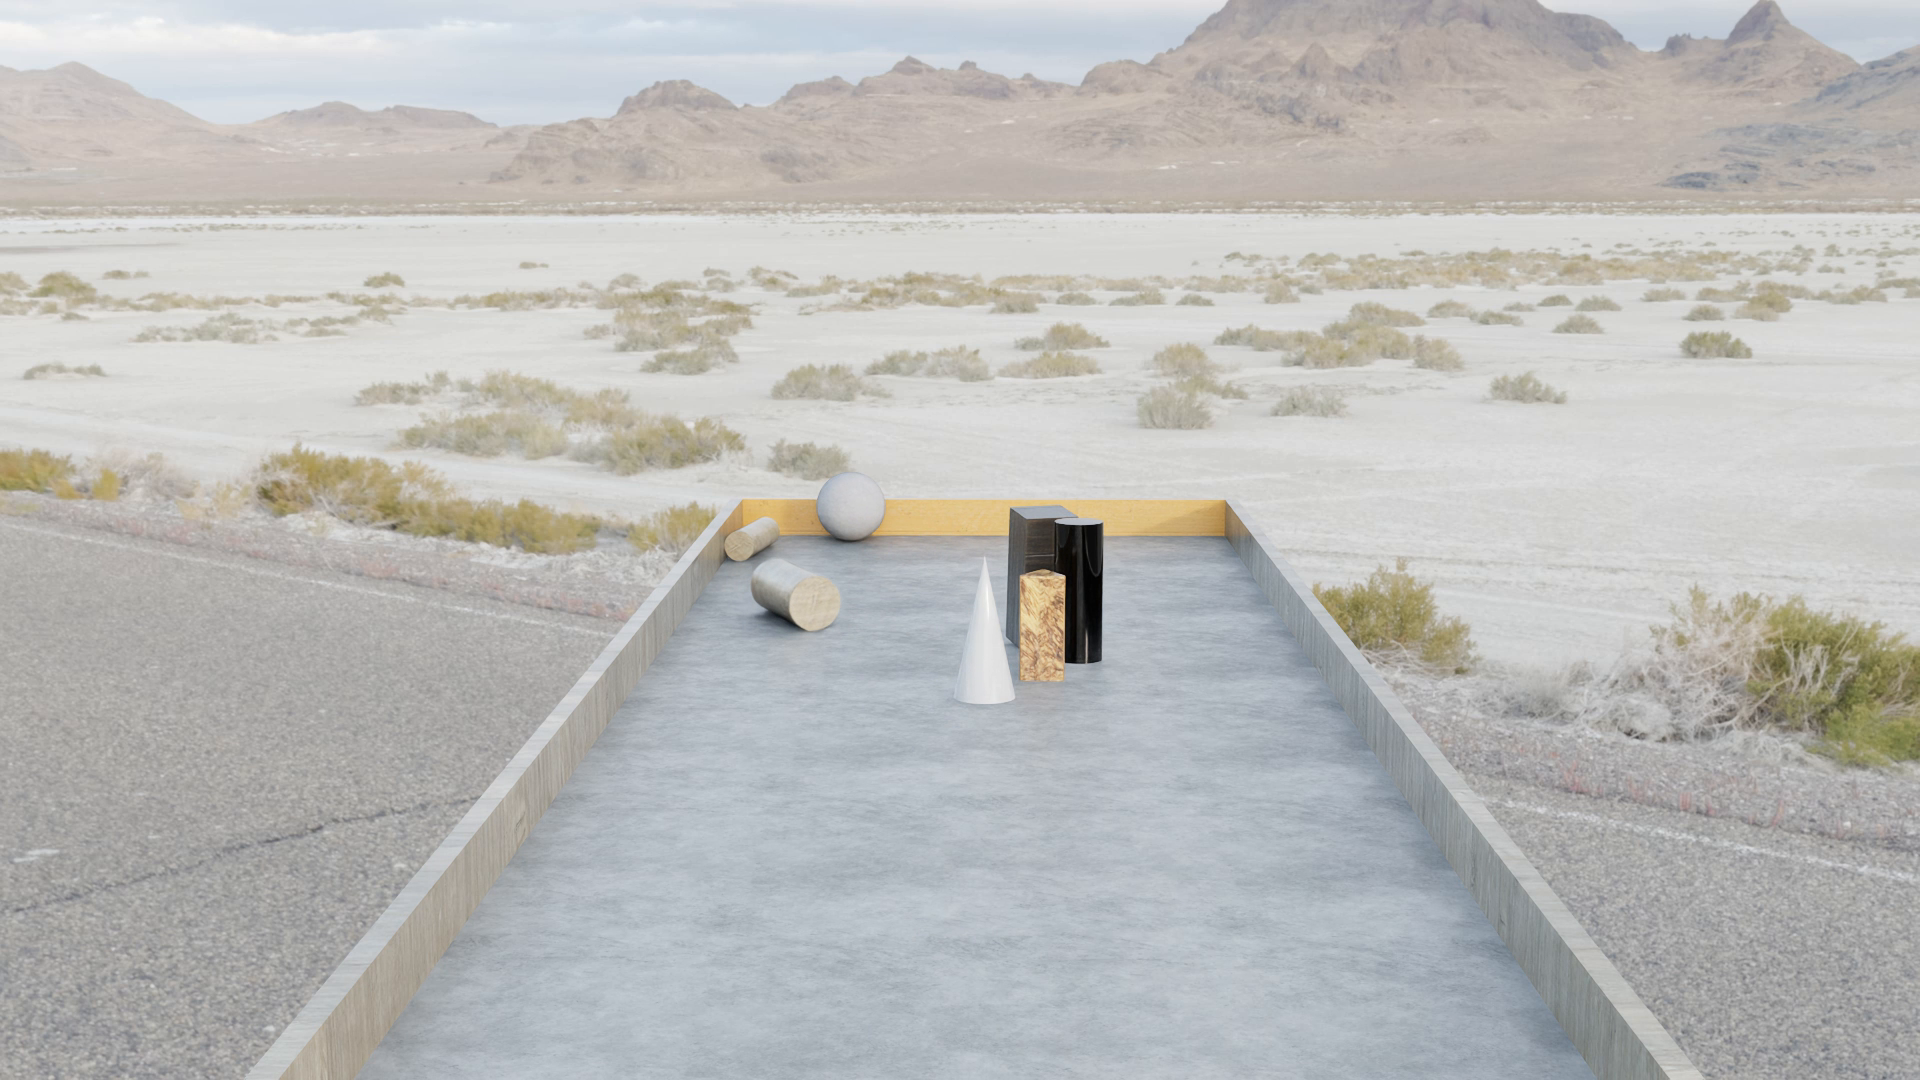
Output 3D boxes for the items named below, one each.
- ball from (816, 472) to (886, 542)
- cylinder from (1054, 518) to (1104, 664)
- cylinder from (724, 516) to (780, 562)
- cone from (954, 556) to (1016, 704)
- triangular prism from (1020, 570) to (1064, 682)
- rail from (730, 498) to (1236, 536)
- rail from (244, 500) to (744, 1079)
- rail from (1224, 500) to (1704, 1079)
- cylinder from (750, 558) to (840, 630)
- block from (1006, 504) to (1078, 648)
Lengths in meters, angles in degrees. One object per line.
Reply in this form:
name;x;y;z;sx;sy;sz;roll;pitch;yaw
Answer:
ball;-0.444;-0.137;8.970;0.283;0.283;0.283;0;9;0
cylinder;0.360;0.153;6.687;0.149;0.425;0.149;0;9;0
cylinder;-0.818;-0.006;8.673;0.117;0.117;0.389;2;9;10
cone;0.069;0.243;6.181;0.175;0.405;0.175;0;9;0
triangular prism;0.242;0.248;6.448;0.129;0.311;0.112;1;9;3
rail;0.099;-0.098;9.147;2.100;0.150;0.050;0;9;1
rail;-1.004;0.839;3.234;0.050;0.150;12.000;0;9;1
rail;1.046;0.843;3.208;0.050;0.150;12.000;0;9;1
cylinder;-0.550;0.179;7.312;0.177;0.177;0.390;-4;10;-24
block;0.255;0.118;6.877;0.168;0.422;0.168;-3;14;-17
